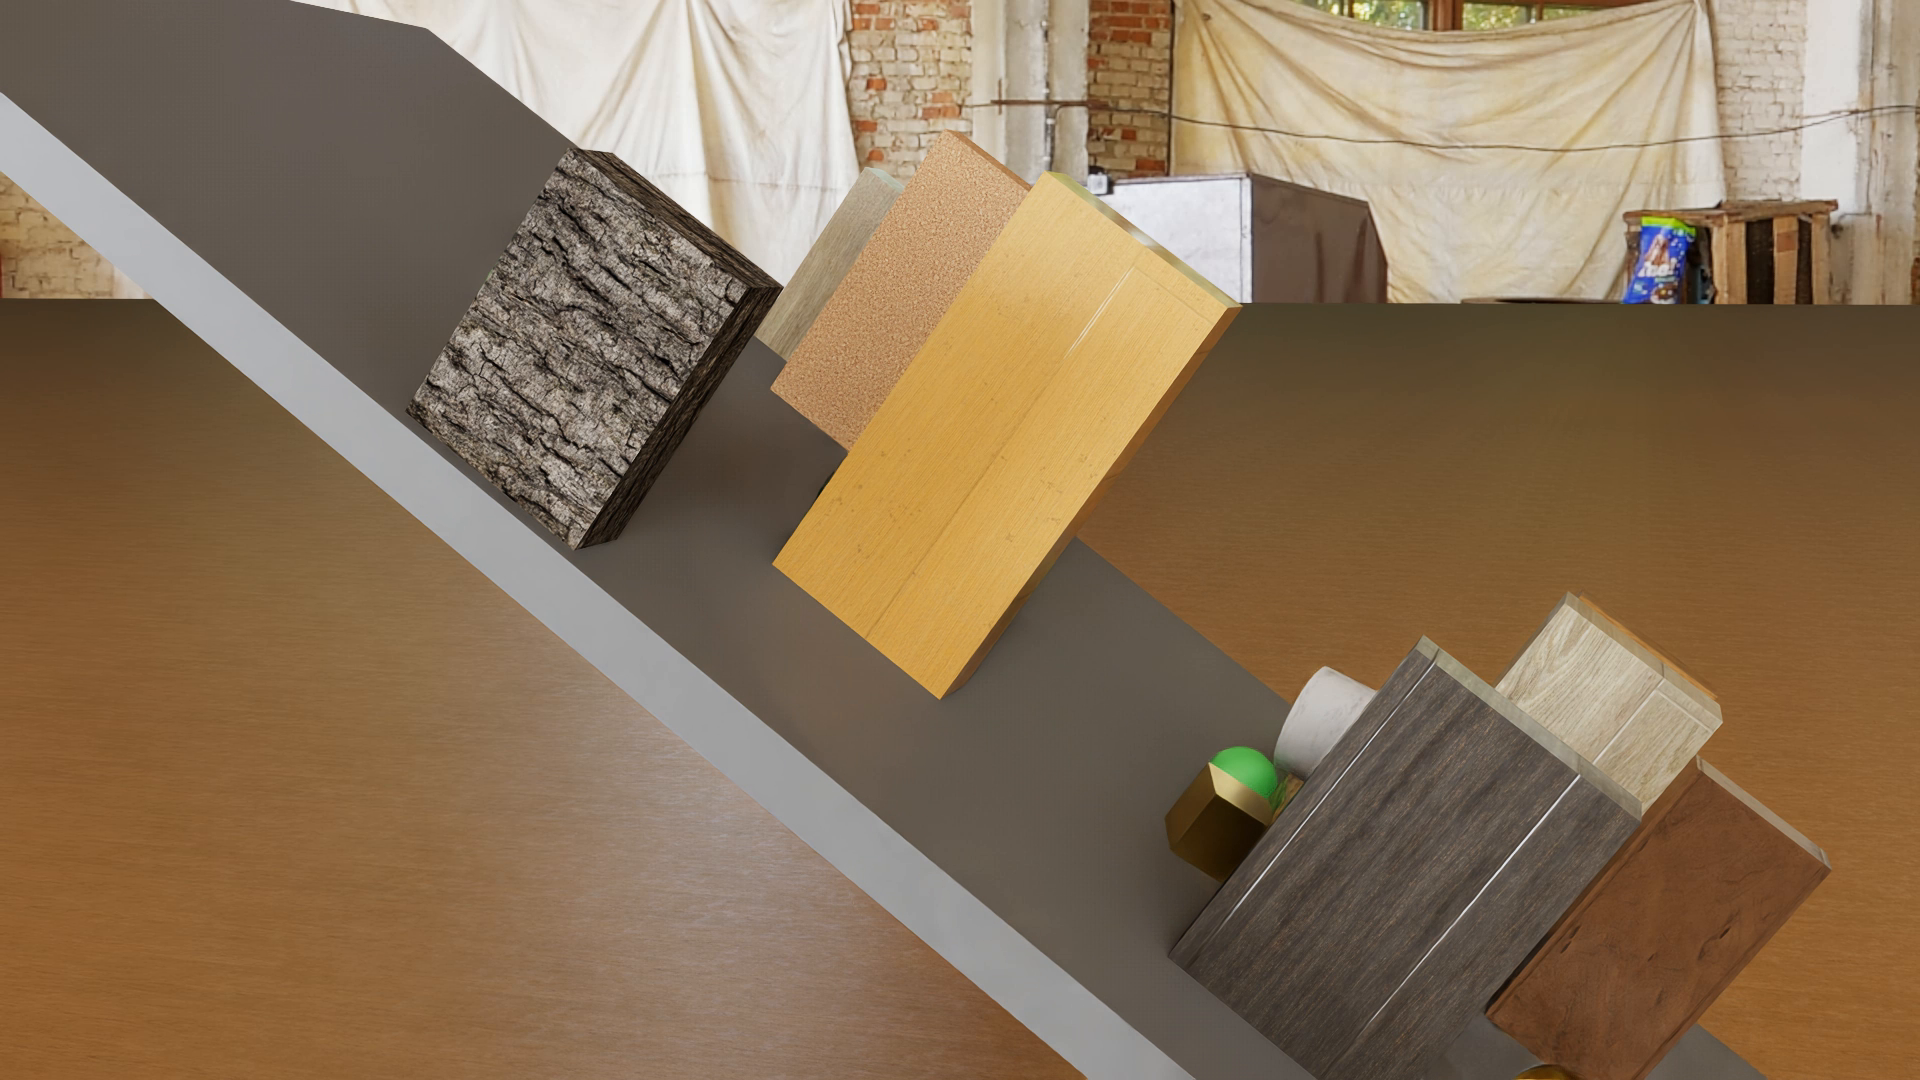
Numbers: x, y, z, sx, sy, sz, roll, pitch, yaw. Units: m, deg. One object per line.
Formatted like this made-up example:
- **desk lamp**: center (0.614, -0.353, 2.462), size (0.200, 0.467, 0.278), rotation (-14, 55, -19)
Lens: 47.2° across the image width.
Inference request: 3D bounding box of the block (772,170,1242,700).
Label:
- **block**: center (0.070, -0.167, 3.586), size (0.362, 0.791, 0.141), rotation (38, 16, 10)

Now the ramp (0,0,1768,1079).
- **ramp**: center (-0.070, 0.135, 4.072), size (4.000, 0.100, 2.000), rotation (38, 16, 10)

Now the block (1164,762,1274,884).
- **block**: center (0.439, 0.481, 3.705), size (0.128, 0.128, 0.128), rotation (33, 16, -10)

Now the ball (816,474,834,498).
- **ball**: center (-0.164, -0.046, 3.871), size (0.186, 0.186, 0.186), rotation (0, 7, 0)

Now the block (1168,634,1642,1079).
- **block**: center (0.644, 0.498, 3.214), size (0.389, 0.596, 0.126), rotation (38, 16, 10)

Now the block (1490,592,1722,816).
- **block**: center (0.932, 0.463, 3.725), size (0.310, 0.700, 0.149), rotation (38, 16, 10)

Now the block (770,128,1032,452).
- **block**: center (-0.094, -0.487, 4.453), size (0.263, 0.641, 0.099), rotation (38, 16, 10)

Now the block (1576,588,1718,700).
- **block**: center (1.249, 0.446, 4.612), size (0.336, 0.608, 0.110), rotation (38, 16, 10)

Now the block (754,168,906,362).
- **block**: center (-0.176, -0.519, 4.750), size (0.346, 0.442, 0.108), rotation (38, 16, 10)

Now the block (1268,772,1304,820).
- **block**: center (0.581, 0.532, 3.794), size (0.161, 0.161, 0.161), rotation (36, 16, 3)

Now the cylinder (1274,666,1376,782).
- **cylinder**: center (0.696, 0.361, 3.904), size (0.204, 0.204, 0.204), rotation (27, 18, 22)

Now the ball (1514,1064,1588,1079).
- **ball**: center (0.918, 0.899, 3.404), size (0.169, 0.169, 0.169), rotation (0, 7, 0)

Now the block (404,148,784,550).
- **block**: center (-0.539, -0.280, 3.233), size (0.337, 0.471, 0.141), rotation (38, 16, 10)

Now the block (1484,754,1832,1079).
- **block**: center (1.222, 0.695, 3.875), size (0.275, 0.583, 0.121), rotation (38, 16, 10)

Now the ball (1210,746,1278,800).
- **ball**: center (0.502, 0.439, 3.942), size (0.138, 0.138, 0.138), rotation (0, 7, 0)
